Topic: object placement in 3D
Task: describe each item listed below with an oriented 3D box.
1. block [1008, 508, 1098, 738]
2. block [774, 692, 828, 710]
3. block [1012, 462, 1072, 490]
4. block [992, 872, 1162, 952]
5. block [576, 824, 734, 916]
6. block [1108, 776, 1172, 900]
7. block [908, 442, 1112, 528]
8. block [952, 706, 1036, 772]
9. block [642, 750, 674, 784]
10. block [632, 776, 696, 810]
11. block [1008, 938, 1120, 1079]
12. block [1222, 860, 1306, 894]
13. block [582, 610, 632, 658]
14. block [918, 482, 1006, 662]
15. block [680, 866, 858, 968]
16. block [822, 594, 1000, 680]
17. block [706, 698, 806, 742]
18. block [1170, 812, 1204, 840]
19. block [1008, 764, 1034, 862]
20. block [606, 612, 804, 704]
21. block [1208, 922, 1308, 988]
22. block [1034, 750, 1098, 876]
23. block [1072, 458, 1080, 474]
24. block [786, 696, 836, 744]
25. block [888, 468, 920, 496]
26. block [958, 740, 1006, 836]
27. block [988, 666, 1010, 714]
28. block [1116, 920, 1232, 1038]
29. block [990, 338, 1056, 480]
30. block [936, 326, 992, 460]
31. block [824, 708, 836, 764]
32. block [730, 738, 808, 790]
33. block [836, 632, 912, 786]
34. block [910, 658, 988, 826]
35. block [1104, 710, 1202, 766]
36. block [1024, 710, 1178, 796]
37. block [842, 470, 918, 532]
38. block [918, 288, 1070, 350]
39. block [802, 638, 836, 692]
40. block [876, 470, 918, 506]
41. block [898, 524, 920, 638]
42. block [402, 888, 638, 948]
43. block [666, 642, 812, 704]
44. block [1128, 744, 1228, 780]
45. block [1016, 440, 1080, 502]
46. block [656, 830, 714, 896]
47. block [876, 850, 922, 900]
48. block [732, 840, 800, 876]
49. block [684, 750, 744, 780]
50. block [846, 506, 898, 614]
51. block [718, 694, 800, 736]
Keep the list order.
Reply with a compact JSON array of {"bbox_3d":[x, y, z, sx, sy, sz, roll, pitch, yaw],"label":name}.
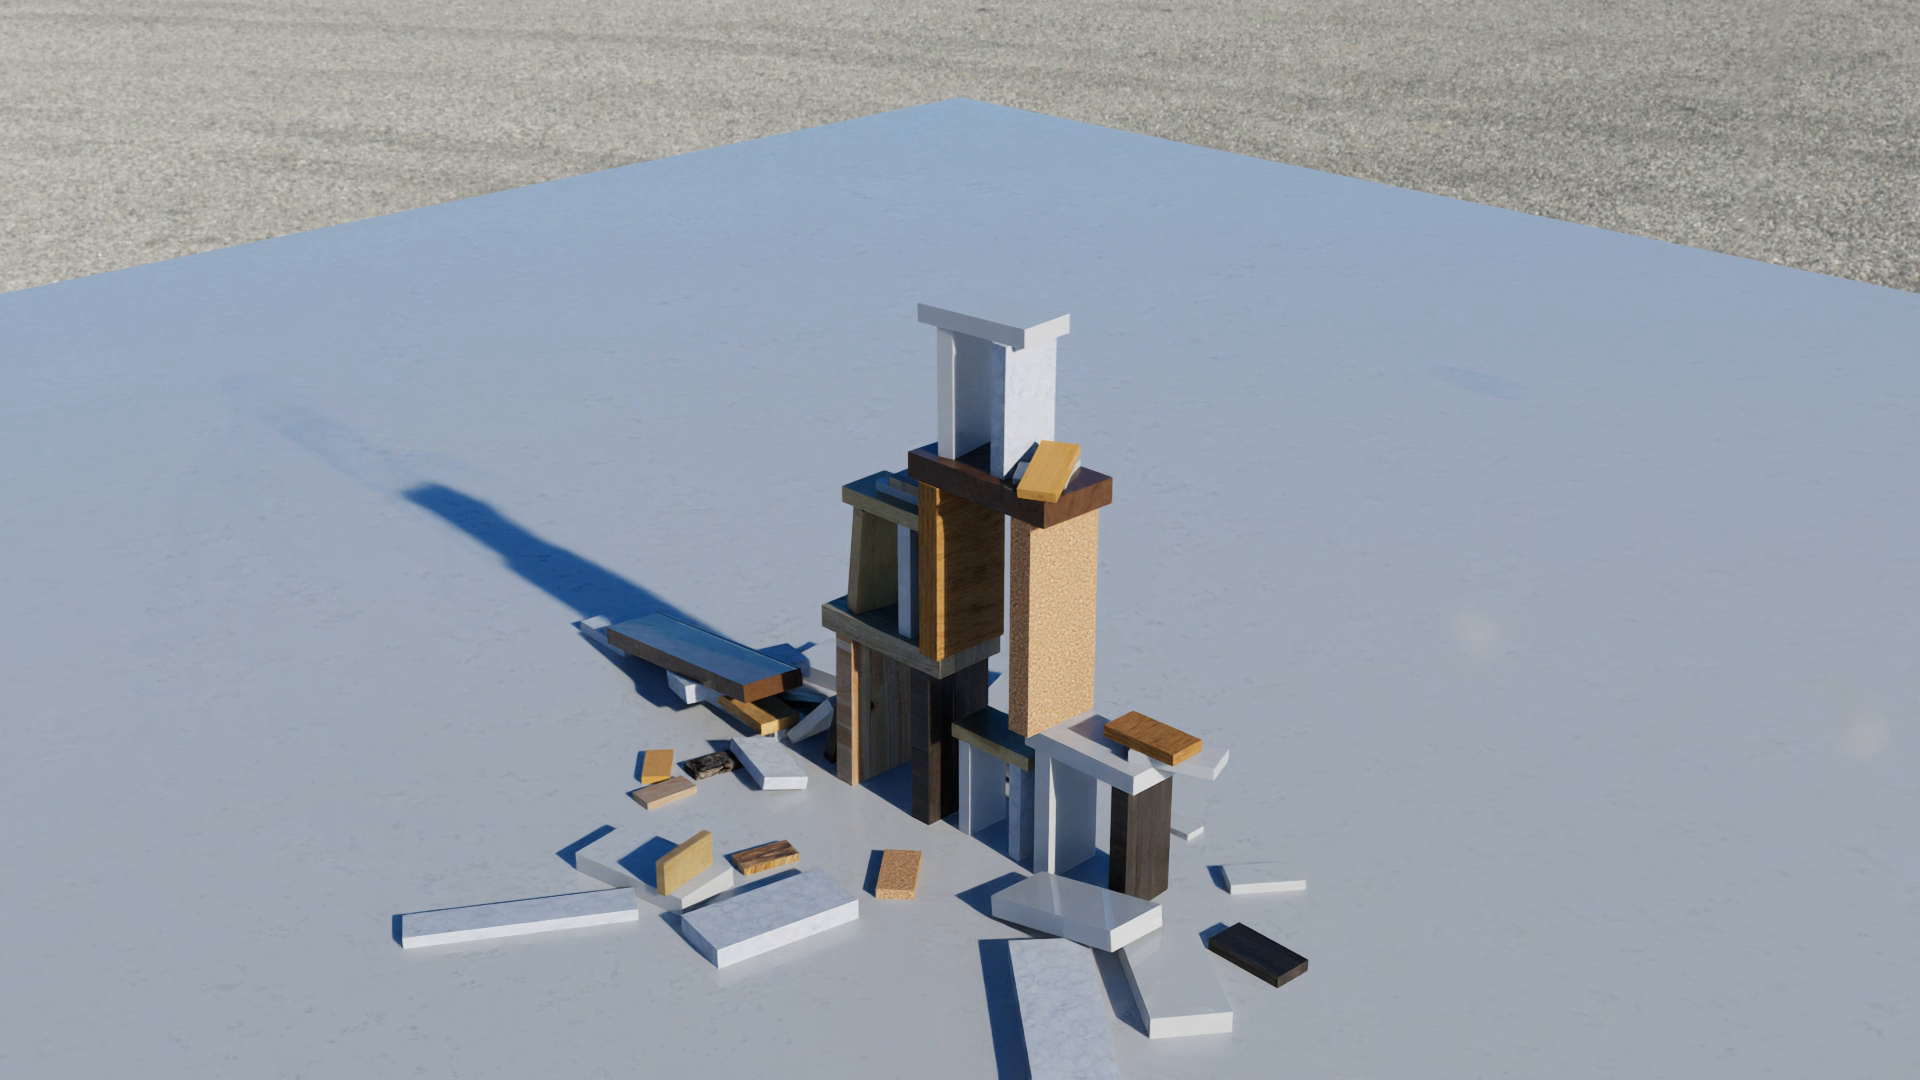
[{"bbox_3d":[0.173,0.139,4.083,0.178,0.432,0.050,-20,30,-39],"label":"block"},{"bbox_3d":[-0.347,0.355,4.860,0.119,0.017,0.059,6,14,-23],"label":"block"},{"bbox_3d":[0.148,-0.116,3.957,0.098,0.014,0.049,6,41,17],"label":"block"},{"bbox_3d":[0.212,0.679,4.033,0.288,0.041,0.144,9,18,43],"label":"block"},{"bbox_3d":[-0.588,0.631,4.222,0.280,0.040,0.140,16,28,33],"label":"block"},{"bbox_3d":[0.337,0.555,4.104,0.039,0.273,0.136,19,30,38],"label":"block"},{"bbox_3d":[0.090,-0.117,4.067,0.178,0.050,0.356,-21,30,-40],"label":"block"},{"bbox_3d":[0.093,0.386,4.286,0.206,0.029,0.103,21,31,41],"label":"block"},{"bbox_3d":[-0.634,0.475,4.619,0.059,0.017,0.117,-1,23,-3],"label":"block"},{"bbox_3d":[-0.606,0.519,4.517,0.117,0.017,0.058,-17,28,-35],"label":"block"},{"bbox_3d":[0.198,0.939,3.495,0.144,0.041,1.037,-2,23,-4],"label":"block"},{"bbox_3d":[0.581,0.646,4.211,0.145,0.021,0.072,-3,23,-6],"label":"block"},{"bbox_3d":[-0.805,0.221,5.205,0.095,0.027,0.189,-18,29,-37],"label":"block"},{"bbox_3d":[0.004,0.038,4.223,0.178,0.356,0.050,-20,30,-39],"label":"block"},{"bbox_3d":[-0.351,0.696,4.068,0.296,0.040,0.140,-15,27,-31],"label":"block"},{"bbox_3d":[-0.100,0.177,4.412,0.339,0.048,0.170,21,31,40],"label":"block"},{"bbox_3d":[-0.479,0.358,4.883,0.095,0.027,0.355,-19,29,-37],"label":"block"},{"bbox_3d":[0.433,0.570,4.400,0.098,0.014,0.049,21,31,41],"label":"block"},{"bbox_3d":[0.142,0.513,4.287,0.029,0.206,0.103,21,31,41],"label":"block"},{"bbox_3d":[-0.579,0.257,4.904,0.144,0.041,0.633,-16,18,-33],"label":"block"},{"bbox_3d":[0.537,0.748,3.968,0.082,0.023,0.165,-19,30,-38],"label":"block"},{"bbox_3d":[0.203,0.505,4.221,0.039,0.273,0.136,21,31,40],"label":"block"},{"bbox_3d":[0.181,-0.128,4.011,0.049,0.014,0.098,8,24,19],"label":"block"},{"bbox_3d":[-0.284,0.372,4.687,0.097,0.027,0.194,-21,-14,-40],"label":"block"},{"bbox_3d":[-0.065,-0.105,4.248,0.139,0.020,0.069,21,31,38],"label":"block"},{"bbox_3d":[0.045,0.475,4.377,0.029,0.206,0.103,21,31,41],"label":"block"},{"bbox_3d":[0.118,0.366,4.847,0.140,0.040,0.280,10,25,21],"label":"block"},{"bbox_3d":[0.374,0.773,3.886,0.144,0.041,0.288,-3,23,-8],"label":"block"},{"bbox_3d":[0.115,-0.246,3.984,0.126,0.253,0.036,-20,31,-39],"label":"block"},{"bbox_3d":[0.010,-0.289,4.084,0.036,0.253,0.126,15,27,32],"label":"block"},{"bbox_3d":[-0.225,0.376,4.628,0.097,0.194,0.027,-21,48,-40],"label":"block"},{"bbox_3d":[-0.401,0.466,4.600,0.097,0.027,0.194,2,19,-29],"label":"block"},{"bbox_3d":[-0.176,0.325,4.558,0.170,0.339,0.048,-20,32,-39],"label":"block"},{"bbox_3d":[-0.020,0.386,4.416,0.048,0.339,0.170,21,31,41],"label":"block"},{"bbox_3d":[0.352,0.362,4.021,0.165,0.023,0.082,21,31,40],"label":"block"},{"bbox_3d":[0.267,0.388,4.099,0.136,0.039,0.273,-21,31,-40],"label":"block"},{"bbox_3d":[-0.105,-0.074,4.290,0.237,0.034,0.118,22,31,38],"label":"block"},{"bbox_3d":[0.060,-0.403,3.982,0.253,0.036,0.126,19,29,37],"label":"block"},{"bbox_3d":[-0.233,0.303,4.995,0.287,0.041,0.144,17,28,35],"label":"block"},{"bbox_3d":[-0.090,-0.097,4.278,0.139,0.020,0.069,22,31,39],"label":"block"},{"bbox_3d":[-0.067,0.064,4.315,0.034,0.237,0.118,21,31,40],"label":"block"},{"bbox_3d":[-0.815,0.700,4.081,0.426,0.023,0.080,-5,24,-12],"label":"block"},{"bbox_3d":[-0.492,0.295,4.887,0.287,0.041,0.144,-12,16,-21],"label":"block"},{"bbox_3d":[0.398,0.393,4.007,0.165,0.023,0.082,10,25,23],"label":"block"},{"bbox_3d":[0.159,-0.124,3.937,0.072,0.021,0.145,8,42,19],"label":"block"},{"bbox_3d":[-0.518,0.607,4.140,0.020,0.069,0.139,15,27,31],"label":"block"},{"bbox_3d":[-0.117,0.642,4.222,0.072,0.021,0.145,2,23,4],"label":"block"},{"bbox_3d":[-0.379,0.618,4.282,0.117,0.017,0.059,-13,26,-27],"label":"block"},{"bbox_3d":[-0.514,0.472,4.627,0.119,0.017,0.059,-13,26,-29],"label":"block"},{"bbox_3d":[-0.161,0.026,4.398,0.118,0.237,0.034,-15,36,-32],"label":"block"},{"bbox_3d":[-0.440,0.366,4.796,0.094,0.027,0.189,-15,27,-32],"label":"block"}]
